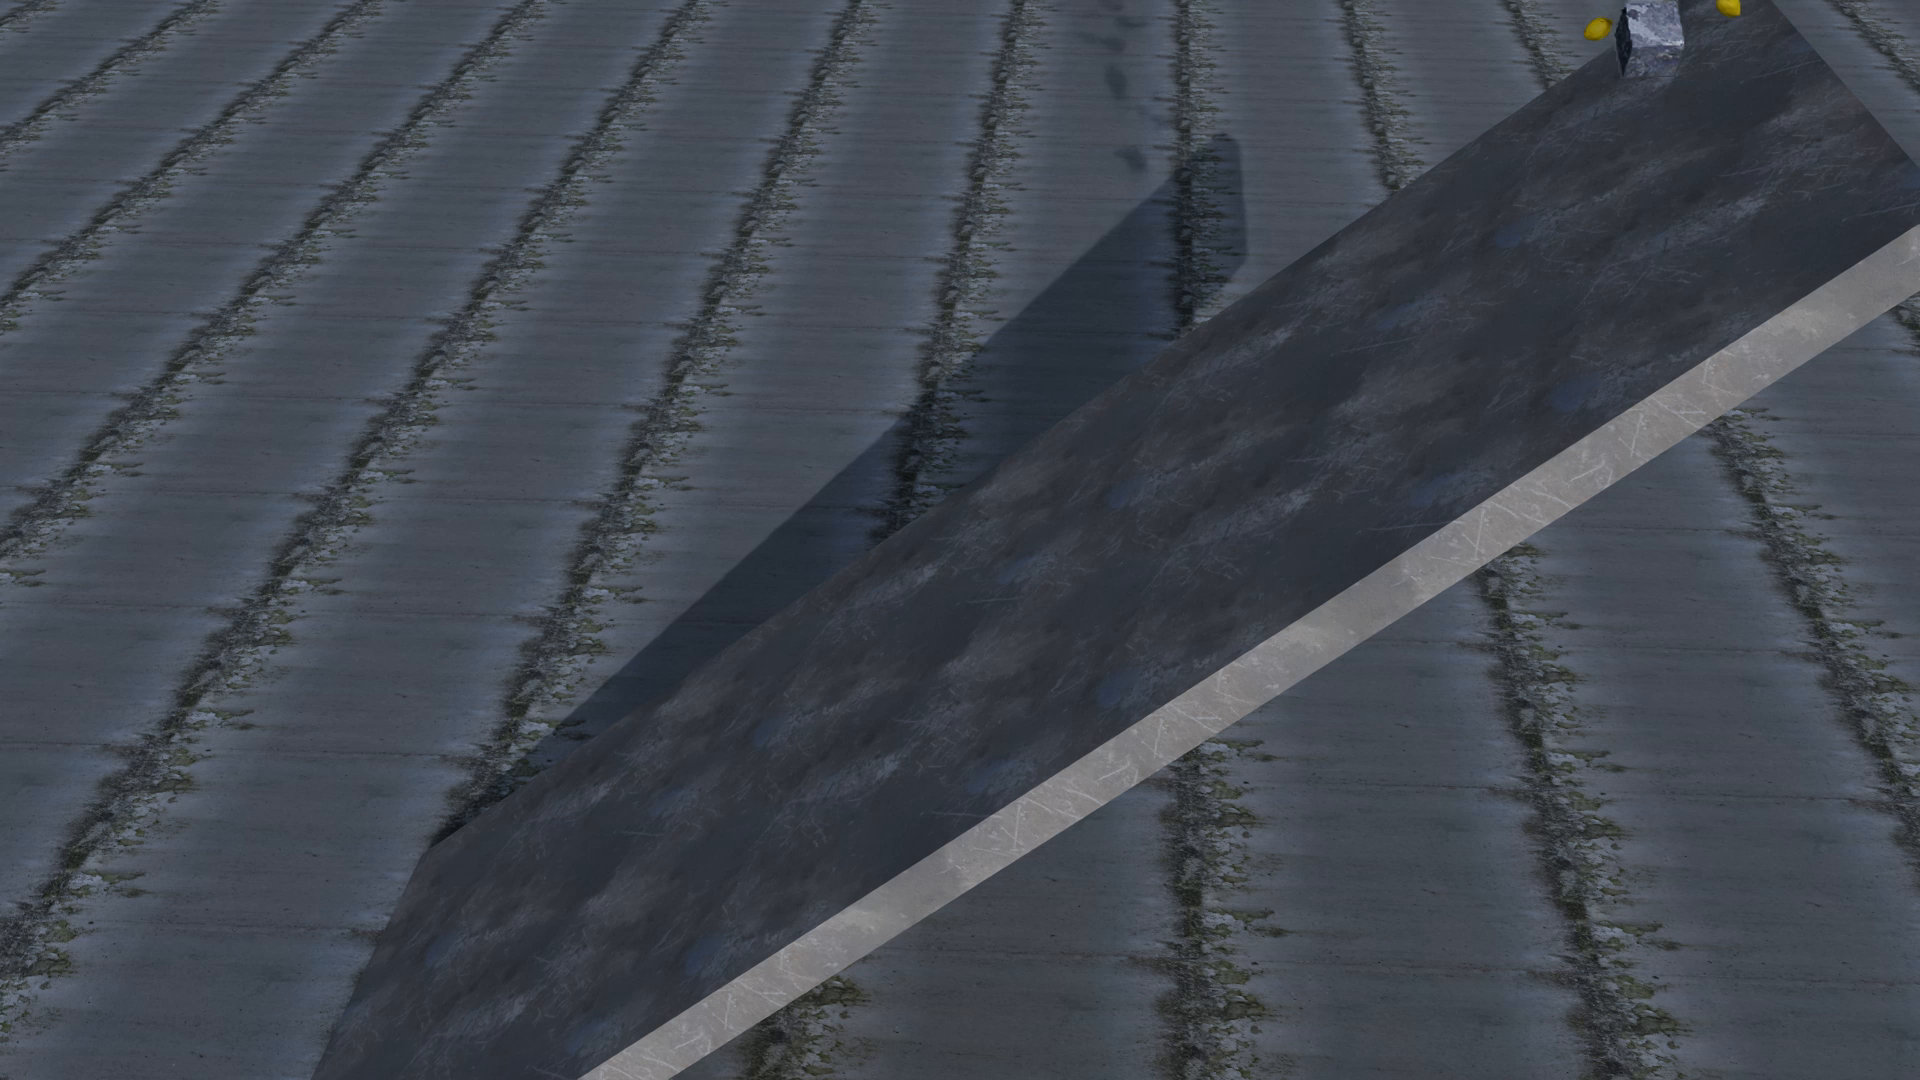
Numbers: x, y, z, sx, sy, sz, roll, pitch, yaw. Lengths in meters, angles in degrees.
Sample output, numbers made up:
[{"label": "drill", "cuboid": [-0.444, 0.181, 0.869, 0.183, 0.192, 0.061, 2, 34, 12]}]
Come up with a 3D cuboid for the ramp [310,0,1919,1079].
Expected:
[{"label": "ramp", "cuboid": [0.130, 0.178, 6.319, 4.000, 0.100, 2.000, -34, 16, 16]}]

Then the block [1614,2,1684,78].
[{"label": "block", "cuboid": [1.303, -0.945, 5.557, 0.098, 0.098, 0.098, -3, 64, -1]}]
